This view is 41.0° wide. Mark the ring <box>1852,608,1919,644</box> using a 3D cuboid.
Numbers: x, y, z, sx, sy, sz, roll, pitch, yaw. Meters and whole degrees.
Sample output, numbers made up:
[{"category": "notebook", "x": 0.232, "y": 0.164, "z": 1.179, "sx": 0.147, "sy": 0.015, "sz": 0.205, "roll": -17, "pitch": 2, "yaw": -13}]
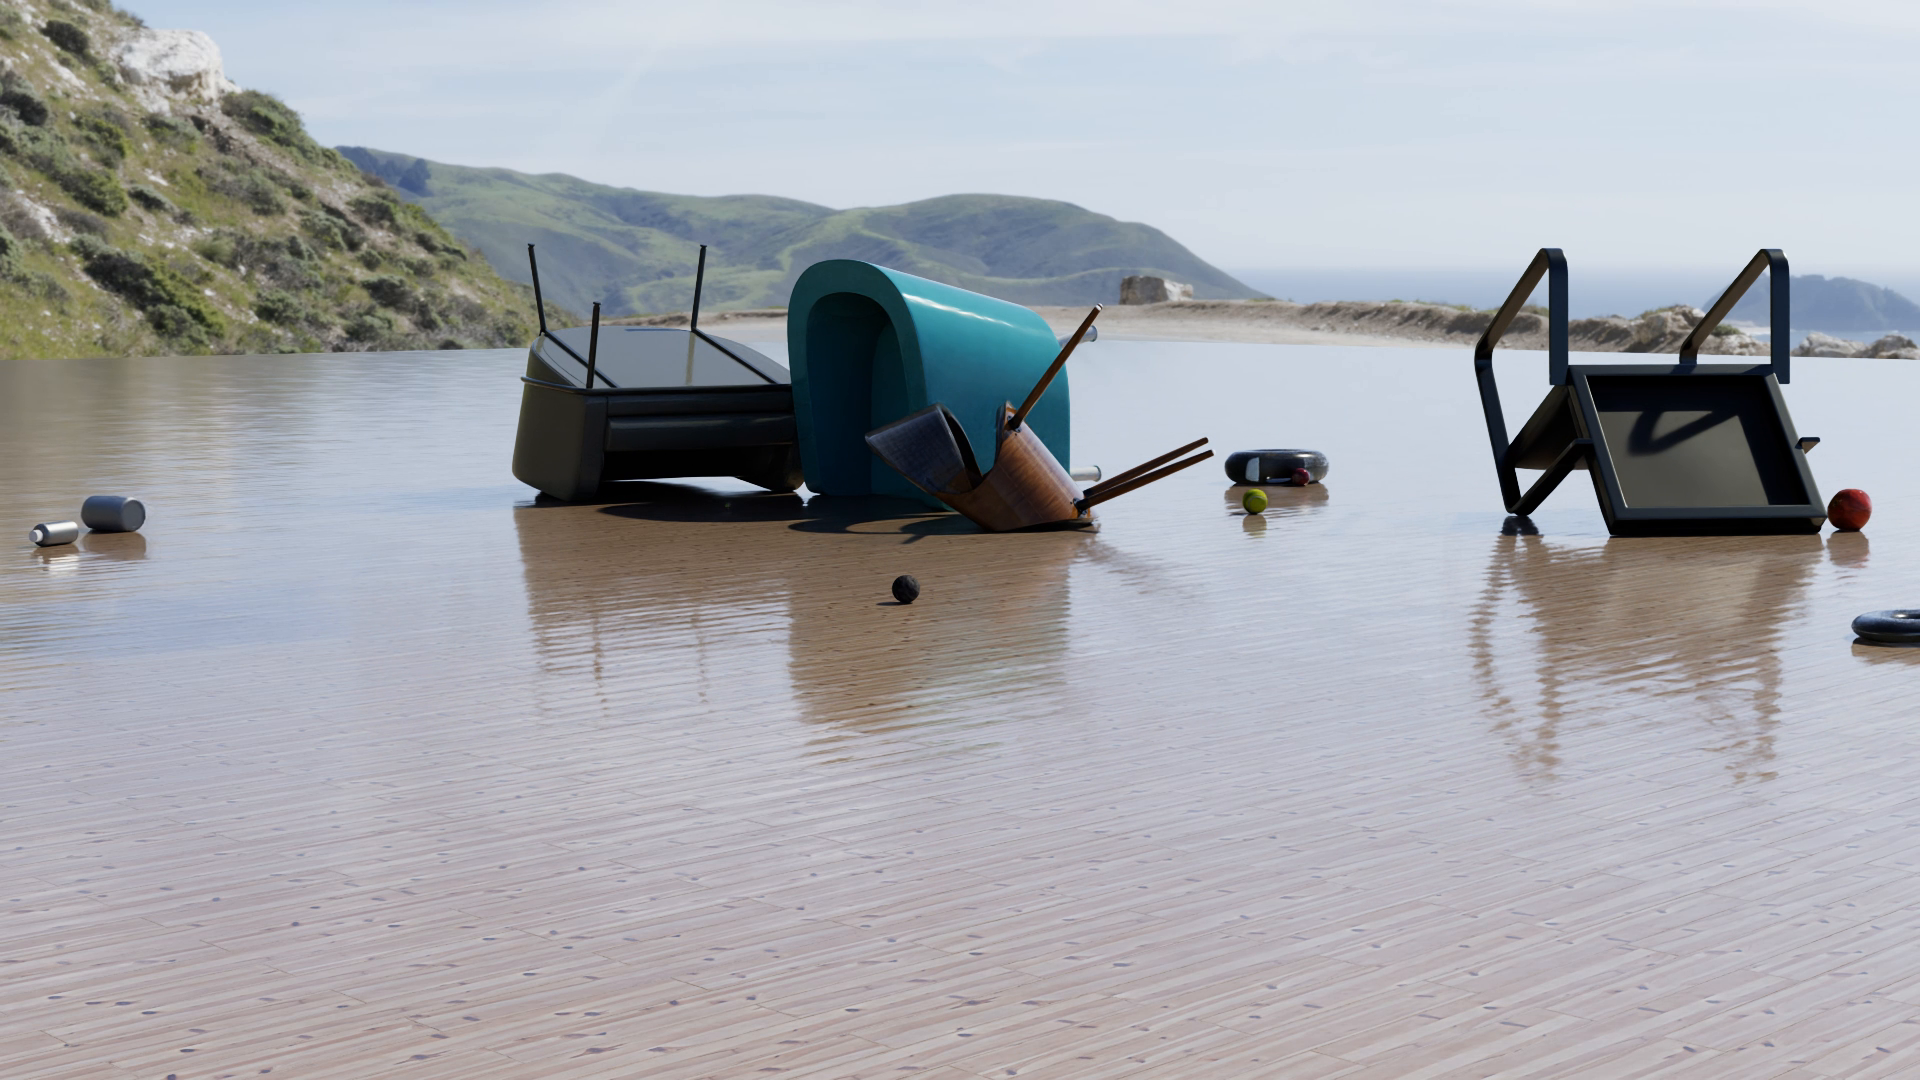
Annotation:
[{"category": "ring", "x": 1.741, "y": 0.157, "z": 4.685, "sx": 0.201, "sy": 0.043, "sz": 0.276, "roll": 5, "pitch": 7, "yaw": 43}]

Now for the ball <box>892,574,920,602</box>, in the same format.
[{"category": "ball", "x": -0.109, "y": 0.099, "z": 5.177, "sx": 0.057, "sy": 0.057, "sz": 0.057, "roll": 0, "pitch": 6, "yaw": 0}]

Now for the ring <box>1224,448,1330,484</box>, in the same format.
[{"category": "ring", "x": 1.013, "y": -0.235, "z": 8.200, "sx": 0.375, "sy": 0.104, "sz": 0.262, "roll": -3, "pitch": 5, "yaw": -31}]
